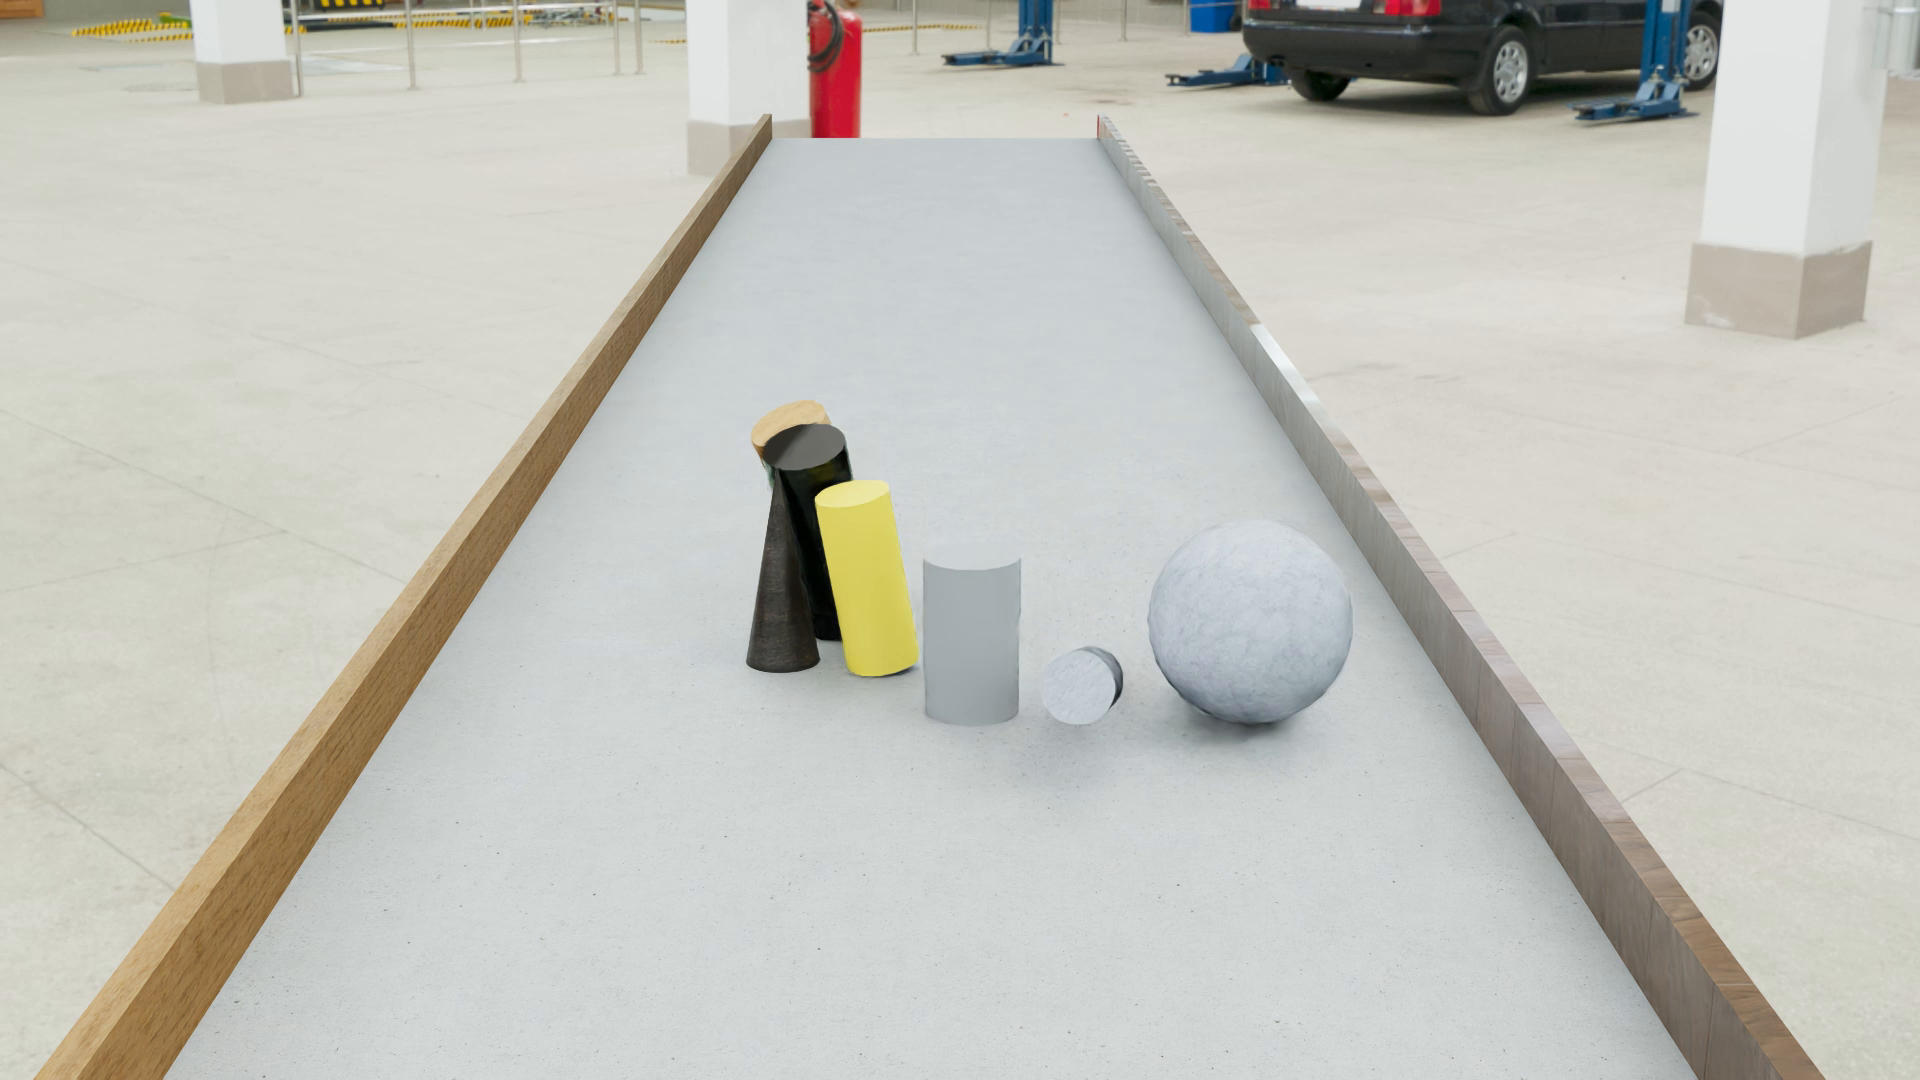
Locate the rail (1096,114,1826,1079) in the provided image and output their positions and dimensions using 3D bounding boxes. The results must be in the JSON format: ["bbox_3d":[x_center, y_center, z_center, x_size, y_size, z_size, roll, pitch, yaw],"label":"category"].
[{"bbox_3d":[0.932,-0.844,7.801,0.050,0.150,12.000,0,17,-1],"label":"rail"}]

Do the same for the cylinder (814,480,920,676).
[{"bbox_3d":[-0.180,0.074,4.314,0.146,0.357,0.146,-9,21,3],"label":"cylinder"}]

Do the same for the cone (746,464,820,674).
[{"bbox_3d":[-0.356,0.046,4.353,0.149,0.409,0.149,0,17,0],"label":"cone"}]

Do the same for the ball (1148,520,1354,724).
[{"bbox_3d":[0.536,0.150,4.060,0.377,0.377,0.377,0,17,0],"label":"ball"}]

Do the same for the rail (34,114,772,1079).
[{"bbox_3d":[-1.118,-0.838,7.780,0.050,0.150,12.000,0,17,-1],"label":"rail"}]

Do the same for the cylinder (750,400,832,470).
[{"bbox_3d":[-0.286,-0.069,4.642,0.164,0.437,0.164,-15,33,10],"label":"cylinder"}]

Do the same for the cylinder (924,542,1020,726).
[{"bbox_3d":[0.022,0.174,4.110,0.180,0.303,0.180,0,17,0],"label":"cylinder"}]

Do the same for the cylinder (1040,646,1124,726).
[{"bbox_3d":[0.218,0.252,3.859,0.124,0.124,0.407,2,-2,6],"label":"cylinder"}]

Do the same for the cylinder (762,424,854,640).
[{"bbox_3d":[-0.278,-0.014,4.471,0.168,0.425,0.168,-7,35,5],"label":"cylinder"}]
